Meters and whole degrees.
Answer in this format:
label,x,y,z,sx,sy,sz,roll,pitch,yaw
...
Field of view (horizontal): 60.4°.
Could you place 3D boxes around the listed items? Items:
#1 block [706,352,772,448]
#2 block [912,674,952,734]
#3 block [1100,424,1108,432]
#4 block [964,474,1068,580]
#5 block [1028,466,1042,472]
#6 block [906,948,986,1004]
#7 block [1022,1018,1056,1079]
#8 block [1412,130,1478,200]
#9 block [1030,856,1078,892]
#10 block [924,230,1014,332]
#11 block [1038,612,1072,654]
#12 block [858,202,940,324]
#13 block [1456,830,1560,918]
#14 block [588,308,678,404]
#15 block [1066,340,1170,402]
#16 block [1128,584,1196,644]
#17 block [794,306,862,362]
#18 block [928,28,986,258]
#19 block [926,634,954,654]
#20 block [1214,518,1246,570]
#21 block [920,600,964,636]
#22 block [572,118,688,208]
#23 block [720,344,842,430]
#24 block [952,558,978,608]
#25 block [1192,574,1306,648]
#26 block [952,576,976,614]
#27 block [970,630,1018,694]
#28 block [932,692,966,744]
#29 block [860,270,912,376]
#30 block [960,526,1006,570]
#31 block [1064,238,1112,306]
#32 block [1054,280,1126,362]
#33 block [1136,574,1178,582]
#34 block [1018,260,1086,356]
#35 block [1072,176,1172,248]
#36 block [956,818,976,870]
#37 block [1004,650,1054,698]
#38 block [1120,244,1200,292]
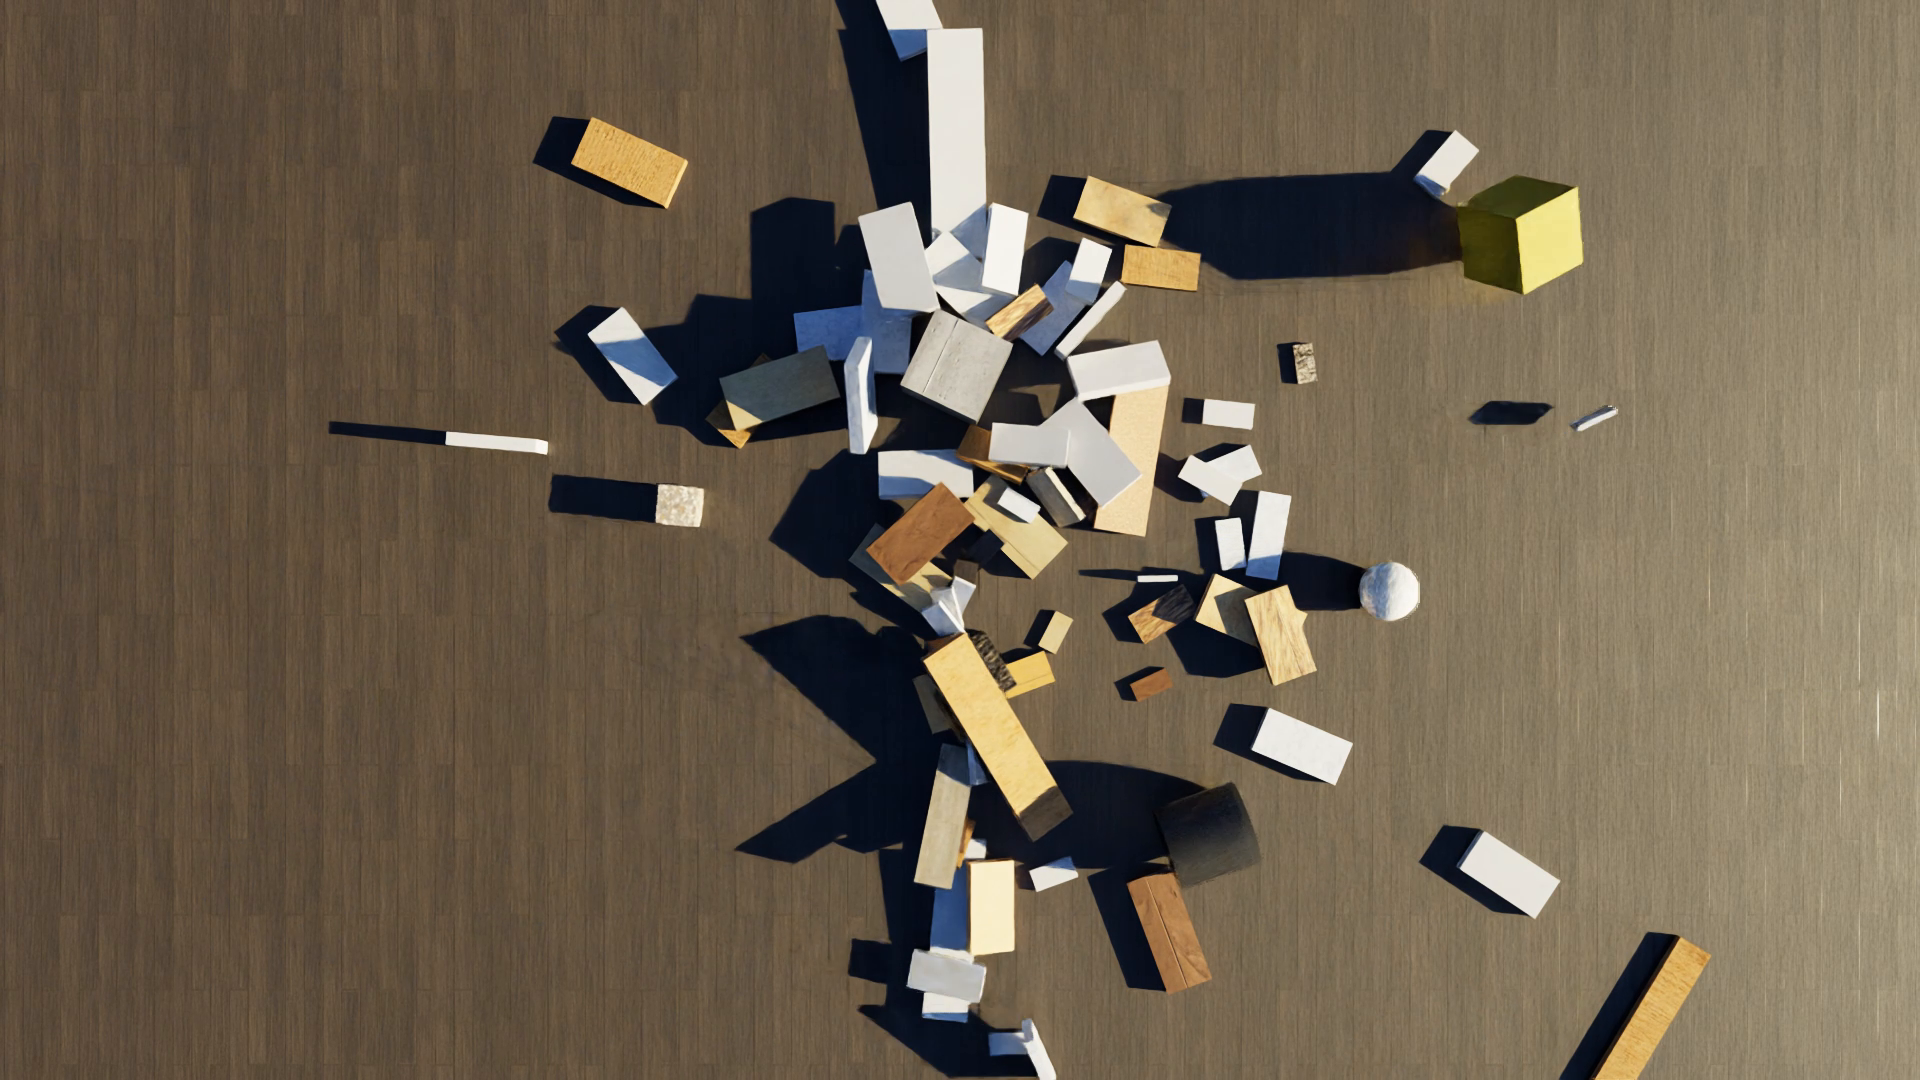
label,x,y,z,sx,sy,sz,roll,pitch,yaw
block,-0.692,-0.463,5.479,0.147,0.042,0.293,41,90,0
block,-0.076,0.535,5.463,0.098,0.028,0.195,-18,98,12
block,0.423,-0.377,5.490,0.134,0.019,0.067,38,90,0
block,0.177,-0.047,5.476,0.338,0.048,0.169,44,90,0
block,0.267,-0.291,5.469,0.067,0.019,0.134,42,90,8
block,-0.044,1.434,5.429,0.244,0.035,0.122,11,91,9
block,0.263,1.700,5.406,0.033,0.118,0.236,-21,109,5
block,1.614,-1.247,5.485,0.104,0.030,0.209,41,90,0
block,0.311,1.109,5.490,0.147,0.021,0.073,-20,90,0
block,0.017,-0.848,5.442,0.334,0.047,0.167,43,98,-8
block,0.318,0.307,5.491,0.064,0.018,0.129,27,90,0
block,-0.198,-0.903,5.379,0.180,0.051,0.359,-15,85,5
block,1.819,1.108,5.479,0.300,0.042,0.150,33,90,0
block,-1.085,-0.611,5.479,0.147,0.042,0.293,-38,90,0
block,0.520,-0.556,5.418,0.309,0.044,0.154,-11,59,-7
block,0.676,0.245,5.485,0.212,0.030,0.106,-31,90,0
block,-0.375,-0.687,5.476,0.334,0.047,0.167,-7,90,0
block,-0.009,-1.305,5.449,0.180,0.051,0.740,-1,94,0
block,-0.038,0.414,5.459,0.098,0.028,0.195,-15,100,13
block,0.900,0.013,5.488,0.083,0.023,0.166,-8,90,0
block,-0.053,0.275,5.448,0.076,0.022,0.152,-28,112,27
block,-1.097,-1.252,5.476,0.339,0.048,0.170,24,90,0
block,-0.591,-0.500,5.429,0.359,0.051,0.180,-18,92,0
block,0.011,0.142,5.473,0.075,0.021,0.149,12,101,5
block,0.959,0.254,5.461,0.336,0.048,0.168,23,90,-5
block,-0.012,0.200,5.460,0.075,0.021,0.149,25,114,-1
block,0.090,0.417,5.459,0.106,0.030,0.212,-31,78,-2
block,-0.004,0.561,5.434,0.098,0.028,0.195,-40,111,-30
block,-0.242,-0.715,5.424,0.167,0.047,0.334,4,86,1
block,0.078,0.033,5.459,0.075,0.021,0.149,44,114,0
block,0.421,-0.885,5.447,0.104,0.030,0.209,21,72,-7
block,0.426,-0.719,5.426,0.042,0.147,0.293,42,90,1
block,0.652,0.127,5.468,0.130,0.065,0.018,-1,90,0
block,0.312,-0.768,5.479,0.147,0.042,0.293,40,90,0
block,0.539,-1.087,5.479,0.293,0.042,0.147,20,90,0
block,-0.015,0.994,5.436,0.087,0.025,0.174,17,56,7
block,0.197,0.455,5.485,0.212,0.030,0.106,-20,90,0
block,0.666,-0.902,5.482,0.251,0.036,0.126,7,90,0
